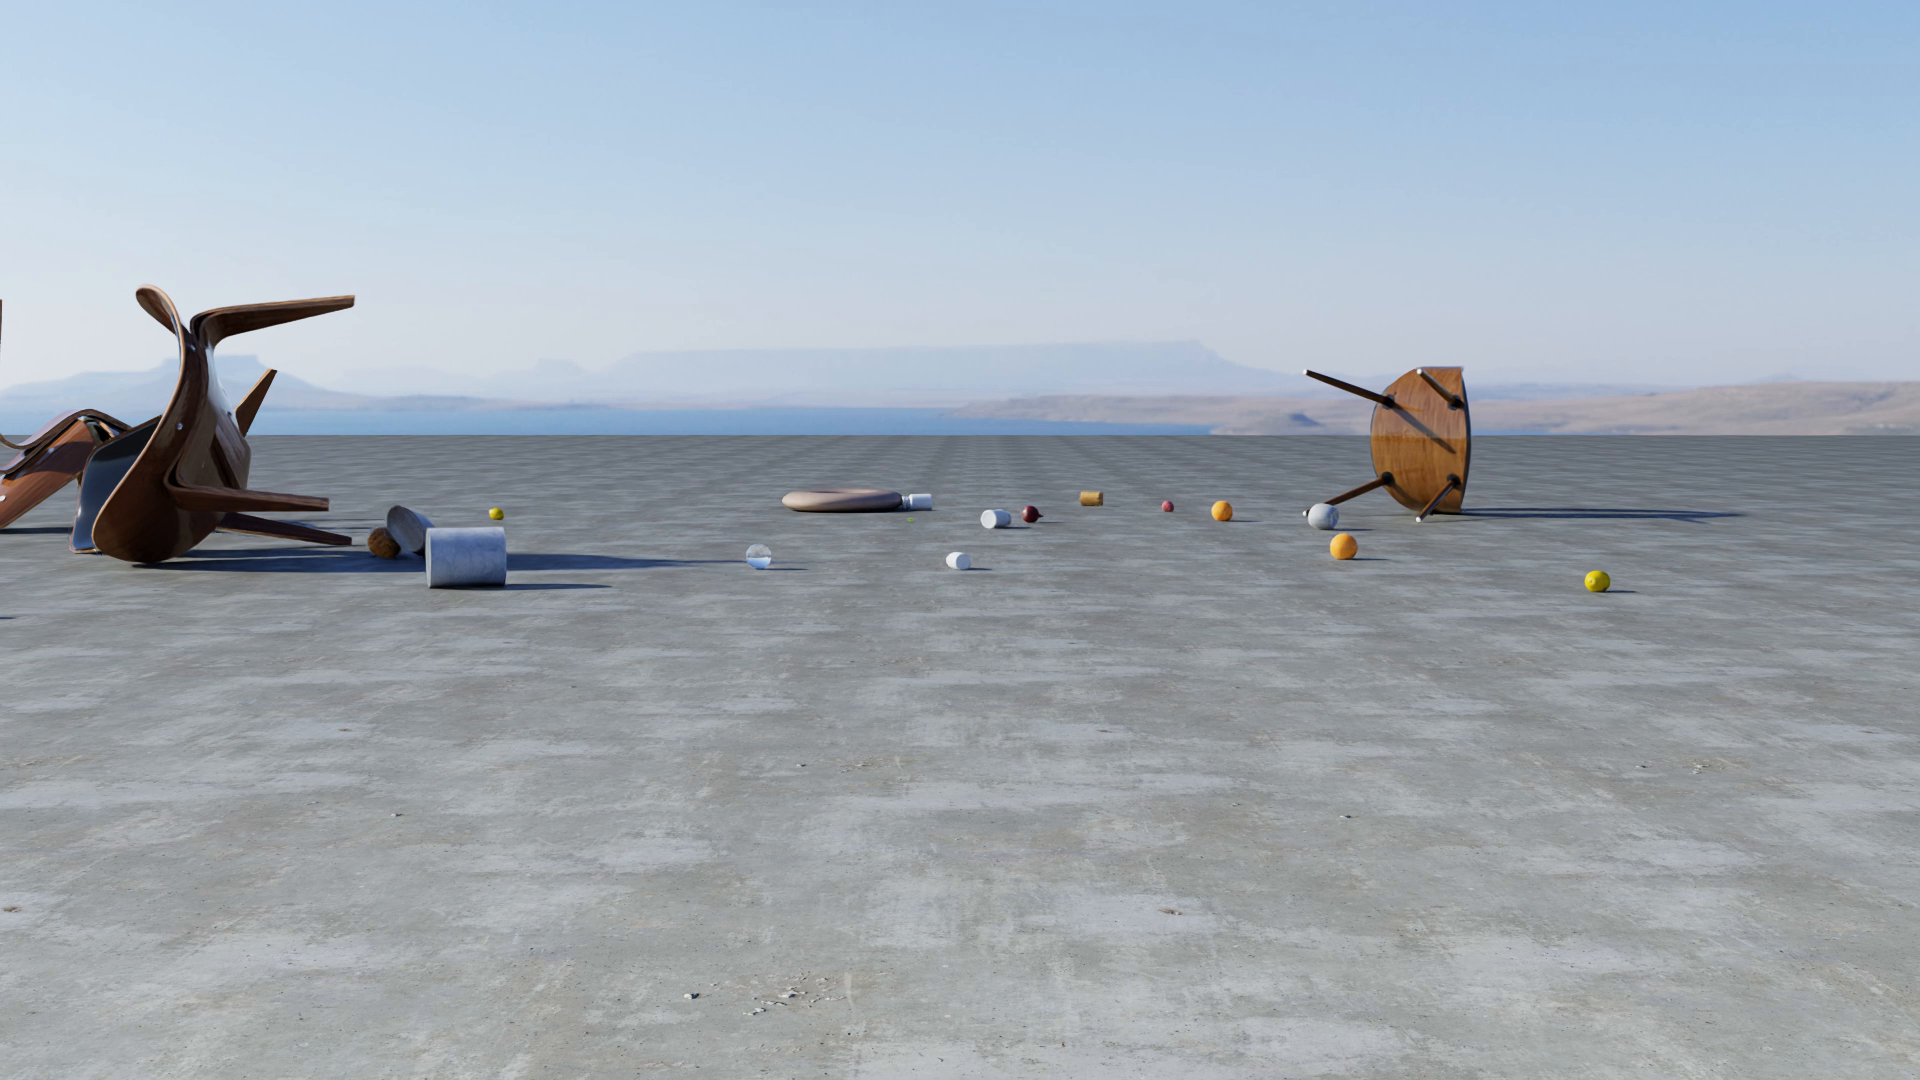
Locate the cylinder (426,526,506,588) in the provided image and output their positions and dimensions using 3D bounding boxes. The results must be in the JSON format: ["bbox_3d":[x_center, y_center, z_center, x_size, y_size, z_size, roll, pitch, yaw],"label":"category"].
[{"bbox_3d":[-1.122,0.039,4.993,0.166,0.136,0.136,-1,21,-19],"label":"cylinder"}]

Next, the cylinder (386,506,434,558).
[{"bbox_3d":[-1.454,-0.022,5.847,0.086,0.146,0.081,-41,-19,4],"label":"cylinder"}]

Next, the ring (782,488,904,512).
[{"bbox_3d":[-0.434,-0.148,8.197,0.441,0.071,0.514,2,5,23],"label":"ring"}]

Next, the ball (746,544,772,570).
[{"bbox_3d":[-0.502,0.041,5.483,0.064,0.064,0.064,0,4,0],"label":"ball"}]

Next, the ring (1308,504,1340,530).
[{"bbox_3d":[1.163,-0.074,7.028,0.074,0.083,0.121,13,12,28],"label":"ring"}]
